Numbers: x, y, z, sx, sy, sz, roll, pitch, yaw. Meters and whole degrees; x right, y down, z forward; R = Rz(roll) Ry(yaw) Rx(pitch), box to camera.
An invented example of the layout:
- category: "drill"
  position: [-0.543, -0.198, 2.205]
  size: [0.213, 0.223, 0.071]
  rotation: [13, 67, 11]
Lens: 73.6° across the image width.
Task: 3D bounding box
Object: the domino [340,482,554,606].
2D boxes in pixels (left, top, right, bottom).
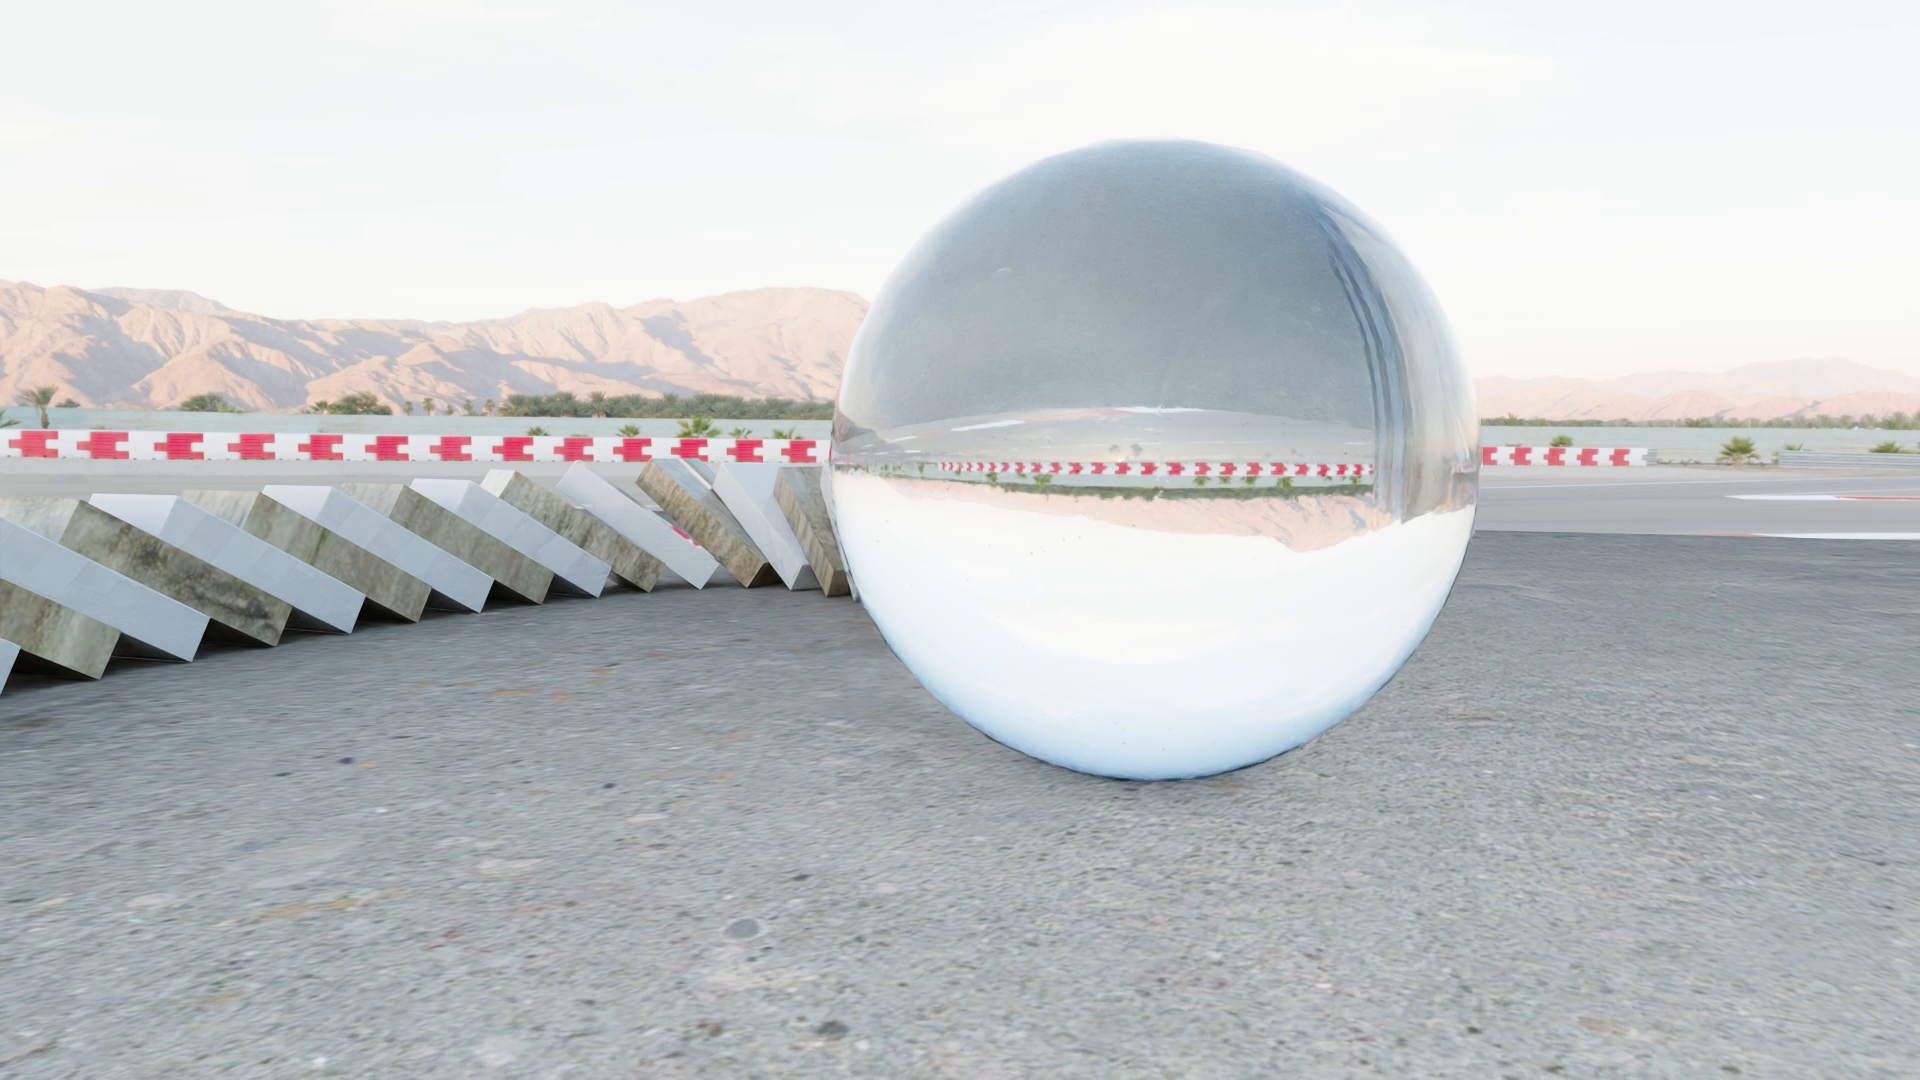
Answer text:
- category: "domino"
  position: [-0.132, 0.002, 0.328]
  size: [0.025, 0.010, 0.050]
  rotation: [3, -24, 33]

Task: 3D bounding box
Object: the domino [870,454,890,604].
- category: "domino"
  position: [-0.011, -0.003, 0.348]
  size: [0.025, 0.009, 0.050]
  rotation: [2, 43, -9]

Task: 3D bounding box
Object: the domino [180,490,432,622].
- category: "domino"
  position: [-0.149, 0.004, 0.292]
  size: [0.025, 0.009, 0.050]
  rotation: [2, -24, 26]

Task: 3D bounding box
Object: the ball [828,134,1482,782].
- category: "ball"
  position: [0.023, -0.010, 0.164]
  size: [0.080, 0.080, 0.080]
  rotation: [0, 4, 0]

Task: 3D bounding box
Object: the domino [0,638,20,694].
- category: "domino"
  position: [-0.176, 0.011, 0.195]
  size: [0.025, 0.009, 0.050]
  rotation: [1, -25, 13]

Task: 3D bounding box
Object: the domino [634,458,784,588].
- category: "domino"
  position: [-0.073, -0.006, 0.393]
  size: [0.050, 0.010, 0.025]
  rotation: [41, 18, 16]

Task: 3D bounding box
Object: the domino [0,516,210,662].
- category: "domino"
  position: [-0.168, 0.009, 0.235]
  size: [0.025, 0.009, 0.050]
  rotation: [1, -25, 19]

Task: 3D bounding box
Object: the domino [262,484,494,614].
- category: "domino"
  position: [-0.141, 0.003, 0.311]
  size: [0.025, 0.009, 0.050]
  rotation: [2, -25, 31]

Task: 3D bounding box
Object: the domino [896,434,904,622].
- category: "domino"
  position: [-0.003, -0.004, 0.319]
  size: [0.025, 0.050, 0.009]
  rotation: [-1, -35, -5]

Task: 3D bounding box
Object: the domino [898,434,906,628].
- category: "domino"
  position: [-0.001, -0.003, 0.307]
  size: [0.025, 0.050, 0.010]
  rotation: [0, -35, -5]

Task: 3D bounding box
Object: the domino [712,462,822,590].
- category: "domino"
  position: [-0.052, -0.005, 0.389]
  size: [0.025, 0.009, 0.050]
  rotation: [-3, 40, -44]

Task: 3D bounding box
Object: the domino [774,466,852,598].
- category: "domino"
  position: [-0.035, -0.003, 0.377]
  size: [0.025, 0.010, 0.050]
  rotation: [-2, 38, -29]

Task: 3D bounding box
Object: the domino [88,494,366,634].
- category: "domino"
  position: [-0.156, 0.006, 0.273]
  size: [0.025, 0.009, 0.050]
  rotation: [2, -24, 23]

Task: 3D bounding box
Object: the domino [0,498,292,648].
- category: "domino"
  position: [-0.162, 0.007, 0.254]
  size: [0.025, 0.009, 0.050]
  rotation: [2, -25, 22]

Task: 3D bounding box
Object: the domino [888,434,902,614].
- category: "domino"
  position: [-0.006, -0.005, 0.331]
  size: [0.025, 0.050, 0.010]
  rotation: [0, -35, -5]

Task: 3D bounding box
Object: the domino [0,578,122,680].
- category: "domino"
  position: [-0.173, 0.010, 0.216]
  size: [0.025, 0.009, 0.050]
  rotation: [1, -25, 19]

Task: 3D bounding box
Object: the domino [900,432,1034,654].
- category: "domino"
  position: [0.001, 0.000, 0.270]
  size: [0.025, 0.050, 0.009]
  rotation: [0, -34, -5]

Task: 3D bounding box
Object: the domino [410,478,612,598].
- category: "domino"
  position: [-0.121, 0.000, 0.345]
  size: [0.025, 0.009, 0.050]
  rotation: [3, -25, 36]

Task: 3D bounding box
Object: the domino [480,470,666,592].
- category: "domino"
  position: [-0.111, -0.002, 0.365]
  size: [0.050, 0.009, 0.025]
  rotation: [37, -17, -31]

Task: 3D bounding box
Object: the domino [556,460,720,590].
- category: "domino"
  position: [-0.095, -0.005, 0.381]
  size: [0.050, 0.009, 0.025]
  rotation: [37, -5, -13]

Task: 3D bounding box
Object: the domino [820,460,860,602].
- category: "domino"
  position: [-0.022, -0.004, 0.362]
  size: [0.025, 0.009, 0.050]
  rotation: [-2, 42, -19]
